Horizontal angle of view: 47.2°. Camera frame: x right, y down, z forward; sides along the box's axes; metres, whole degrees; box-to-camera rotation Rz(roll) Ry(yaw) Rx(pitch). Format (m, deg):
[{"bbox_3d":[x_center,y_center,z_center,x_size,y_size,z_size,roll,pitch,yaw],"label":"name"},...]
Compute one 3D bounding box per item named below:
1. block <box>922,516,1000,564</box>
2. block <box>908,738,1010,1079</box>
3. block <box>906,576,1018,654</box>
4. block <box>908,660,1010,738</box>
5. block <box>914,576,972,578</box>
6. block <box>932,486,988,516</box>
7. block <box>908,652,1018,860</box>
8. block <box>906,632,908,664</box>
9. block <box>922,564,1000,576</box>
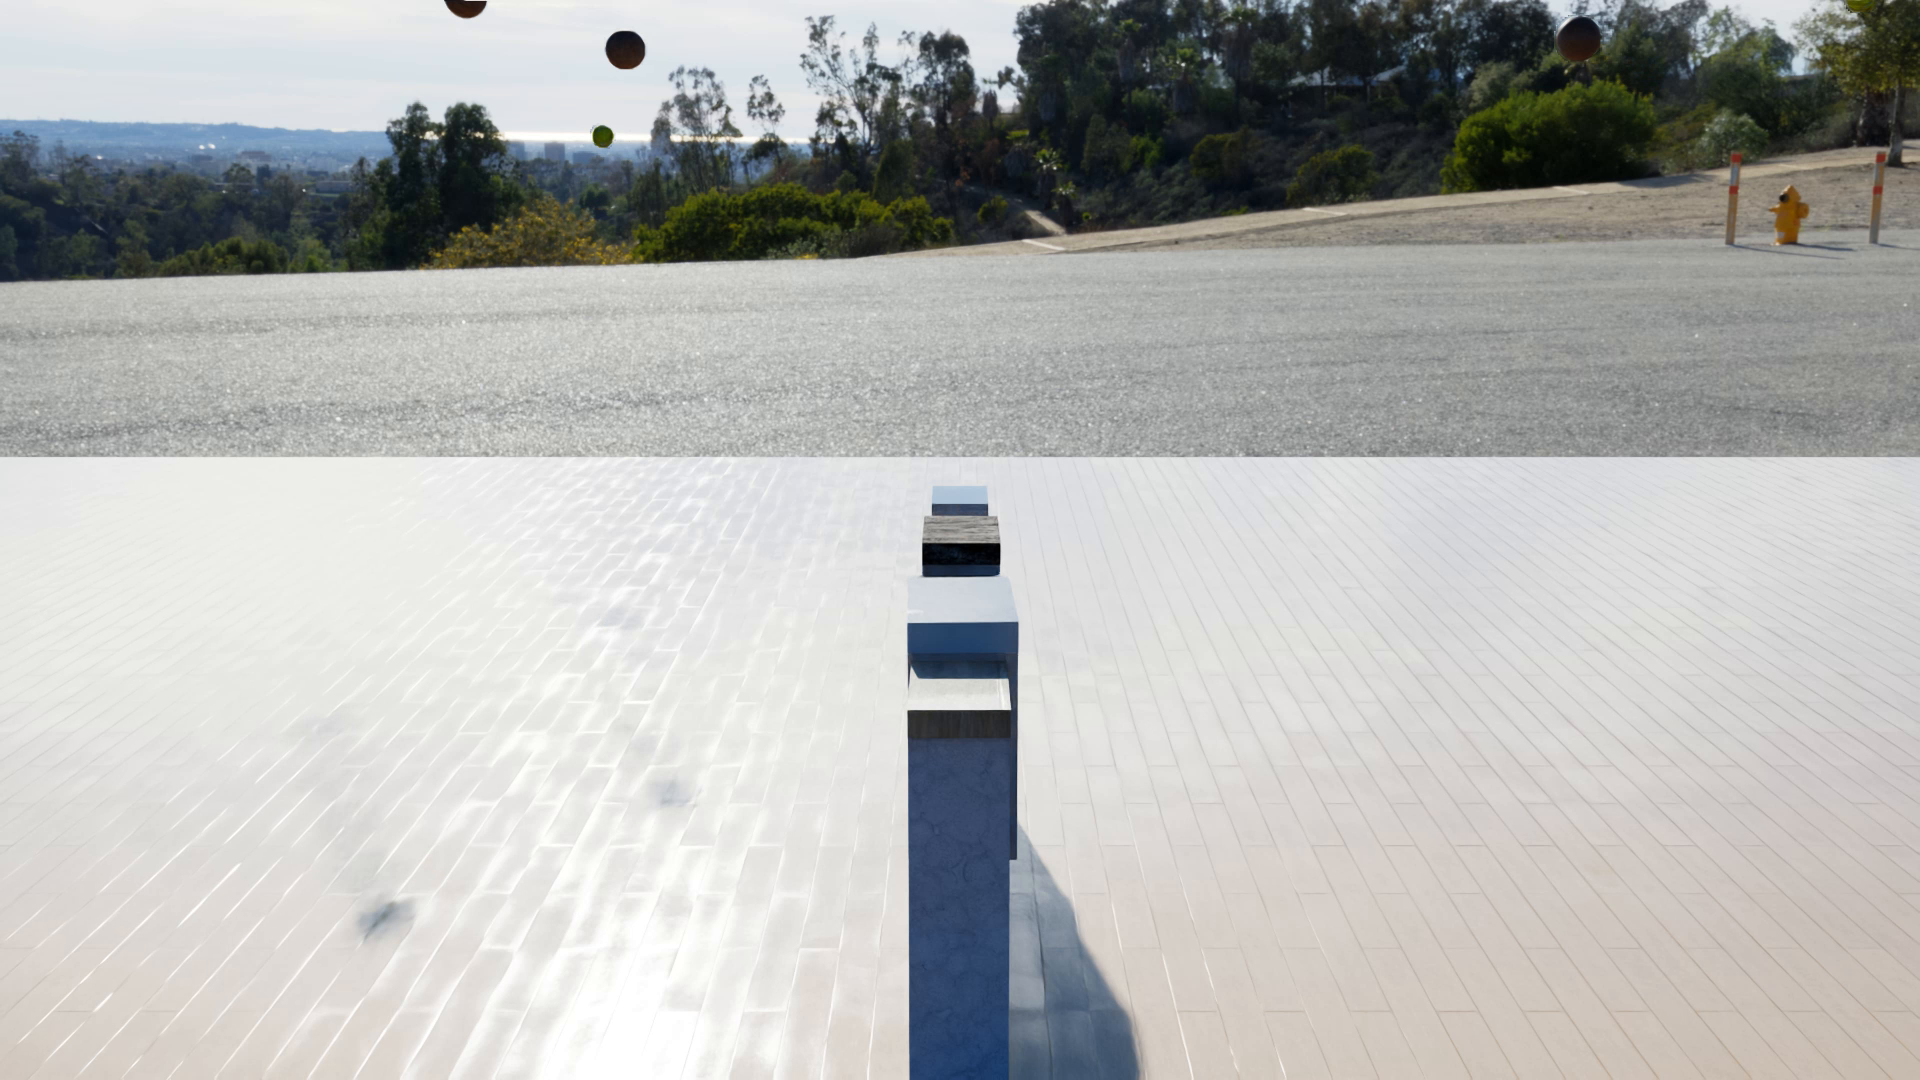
[{"bbox_3d":[0.002,-0.001,3.772,0.131,0.037,0.261,0,11,0],"label":"block"},{"bbox_3d":[-0.001,0.486,2.880,0.131,0.493,0.037,0,11,0],"label":"block"},{"bbox_3d":[0.000,0.107,3.193,0.155,0.044,0.310,0,11,-1],"label":"block"},{"bbox_3d":[-0.001,0.209,2.918,0.131,0.037,0.263,0,11,0],"label":"block"},{"bbox_3d":[-0.004,0.105,3.506,0.146,0.041,0.292,0,11,0],"label":"block"},{"bbox_3d":[0.000,-0.071,4.133,0.104,0.030,0.209,0,11,0],"label":"block"},{"bbox_3d":[0.004,0.299,3.126,0.155,0.310,0.044,0,11,0],"label":"block"},{"bbox_3d":[-0.001,0.283,3.332,0.155,0.354,0.044,-1,11,-1],"label":"block"},{"bbox_3d":[0.002,0.162,3.713,0.131,0.261,0.037,0,11,0],"label":"block"}]
